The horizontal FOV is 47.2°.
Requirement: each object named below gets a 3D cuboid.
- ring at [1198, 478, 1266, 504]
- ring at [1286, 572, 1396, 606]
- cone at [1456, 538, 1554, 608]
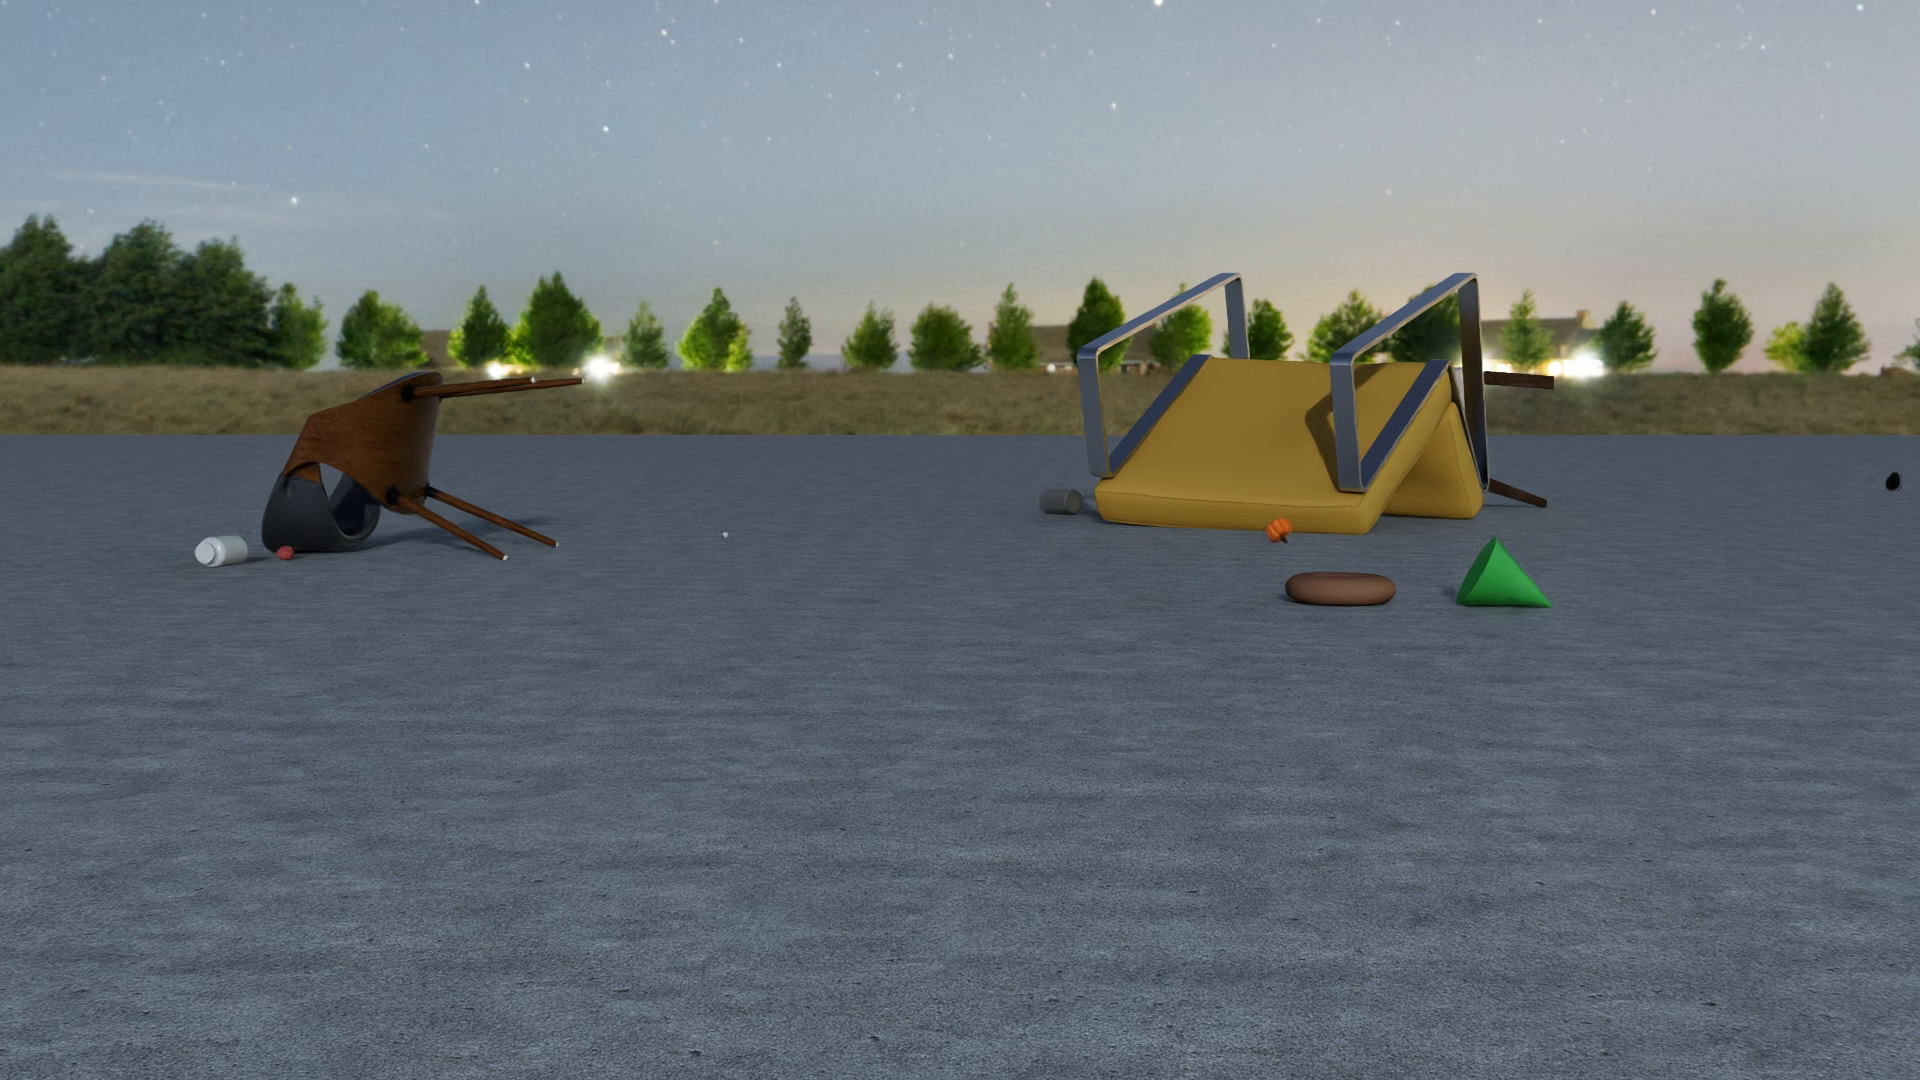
[{"bbox_3d":[1.062,-0.191,8.603,0.268,0.101,0.213,0,5,-11],"label":"ring"},{"bbox_3d":[0.800,0.102,4.629,0.230,0.060,0.222,1,3,9],"label":"ring"},{"bbox_3d":[1.144,0.101,4.537,0.174,0.131,0.197,25,-32,3],"label":"cone"}]
